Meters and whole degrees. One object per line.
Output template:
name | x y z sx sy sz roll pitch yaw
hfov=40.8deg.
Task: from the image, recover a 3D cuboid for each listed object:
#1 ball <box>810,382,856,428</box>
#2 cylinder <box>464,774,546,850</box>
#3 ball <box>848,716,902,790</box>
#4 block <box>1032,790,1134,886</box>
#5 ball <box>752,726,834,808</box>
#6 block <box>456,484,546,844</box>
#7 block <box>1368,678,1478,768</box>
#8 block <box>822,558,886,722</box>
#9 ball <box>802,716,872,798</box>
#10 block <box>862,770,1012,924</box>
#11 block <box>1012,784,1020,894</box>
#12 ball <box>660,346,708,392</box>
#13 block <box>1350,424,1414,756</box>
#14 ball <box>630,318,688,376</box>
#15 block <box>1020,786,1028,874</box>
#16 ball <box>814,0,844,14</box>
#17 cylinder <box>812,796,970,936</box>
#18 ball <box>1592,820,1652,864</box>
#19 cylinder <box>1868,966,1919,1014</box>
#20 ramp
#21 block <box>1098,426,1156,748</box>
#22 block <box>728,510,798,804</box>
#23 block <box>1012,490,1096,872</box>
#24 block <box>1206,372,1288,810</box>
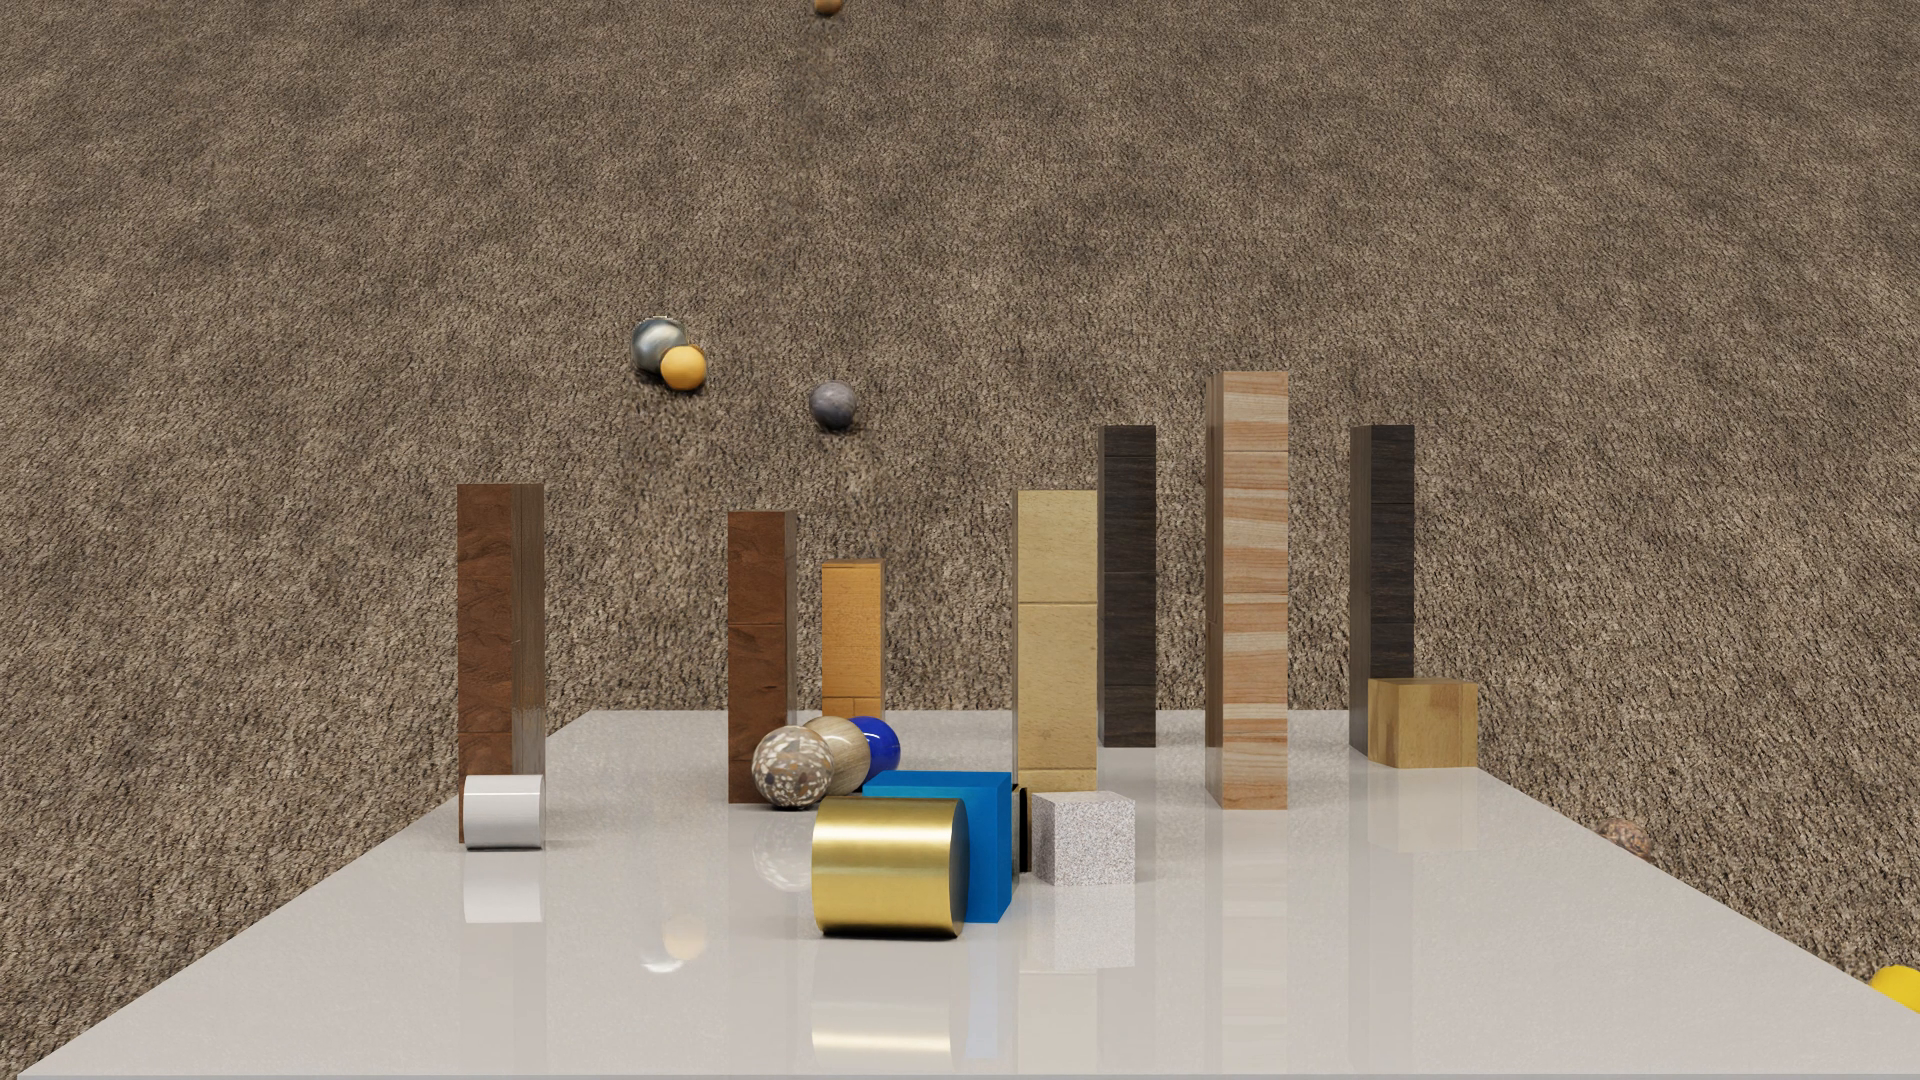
ball | -0.412 -0.438 8.395 0.151 0.151 0.151 0 26 0
cylinder | -0.728 0.435 4.127 0.118 0.118 0.118 0 26 -4
ball | -0.182 0.404 4.899 0.142 0.142 0.142 0 26 0
block | 0.181 0.440 3.814 0.122 0.122 0.122 0 1 -15
ball | -0.299 0.407 4.623 0.150 0.150 0.150 0 26 0
block | -0.770 0.197 4.350 0.087 0.584 0.338 0 1 0
block | 0.958 0.378 5.346 0.171 0.171 0.171 0 1 -12
block | -0.209 0.256 5.123 0.113 0.428 0.312 0 1 0
ball | -0.241 0.401 4.764 0.154 0.154 0.154 0 26 0
block | -0.029 0.418 3.535 0.181 0.181 0.181 0 1 7
block | 0.004 0.431 3.697 0.147 0.147 0.147 0 1 7
ball | -0.928 -0.577 8.672 0.155 0.155 0.155 0 26 0
block | 0.910 0.106 5.572 0.091 0.703 0.292 0 1 0
ball | -1.024 -0.657 8.794 0.195 0.195 0.195 0 26 0
block | 0.010 0.436 3.861 0.129 0.129 0.129 1 2 40
ball | -0.670 -2.754 13.158 0.149 0.149 0.149 0 26 0
cylinder | -0.088 0.424 3.361 0.178 0.178 0.178 0 26 9
ball | 1.527 0.729 5.995 0.153 0.153 0.153 0 26 0
cylinder | 1.973 0.998 5.449 0.146 0.146 0.146 16 30 30
ramp | 0.059 0.533 4.569 2.000 0.100 4.000 0 1 0
block | 0.373 0.099 5.782 0.114 0.707 0.258 0 1 0
block | -0.370 0.210 4.864 0.104 0.531 0.347 0 1 0
block | 0.146 0.207 4.089 0.118 0.574 0.424 0 1 0
block | 0.526 0.087 4.757 0.115 0.781 0.330 0 1 0
